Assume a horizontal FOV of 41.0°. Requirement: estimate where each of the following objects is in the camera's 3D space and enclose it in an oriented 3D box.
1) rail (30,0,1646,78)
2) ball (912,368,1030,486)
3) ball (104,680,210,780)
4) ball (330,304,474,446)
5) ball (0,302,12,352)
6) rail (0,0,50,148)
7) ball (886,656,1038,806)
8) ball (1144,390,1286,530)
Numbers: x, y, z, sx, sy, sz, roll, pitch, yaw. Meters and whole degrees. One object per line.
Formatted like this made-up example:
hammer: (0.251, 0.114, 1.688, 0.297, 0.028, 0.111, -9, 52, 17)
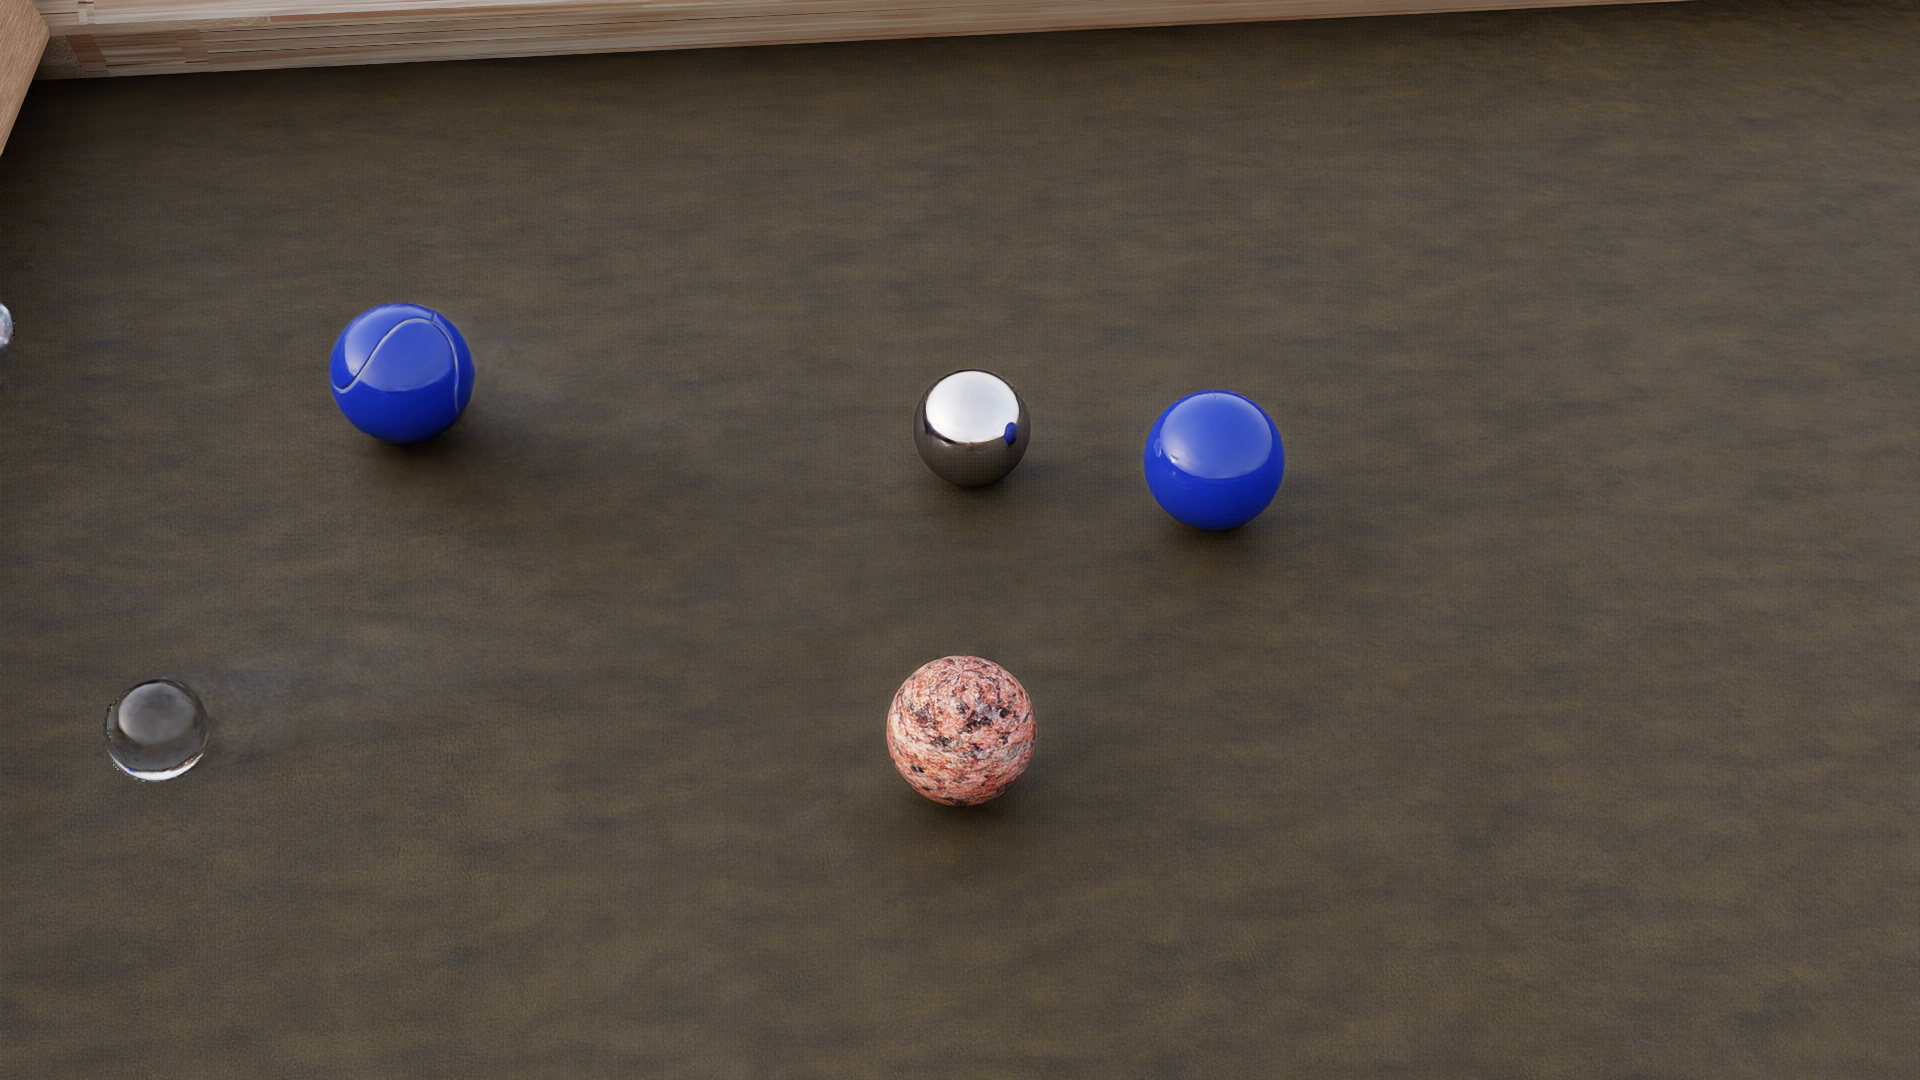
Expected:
rail: (0.652, -0.550, 2.374, 2.998, 0.129, 0.045, -4, 36, -5)
ball: (0.008, -0.077, 1.761, 0.081, 0.081, 0.081, 0, 36, 0)
ball: (-0.475, 0.112, 1.517, 0.059, 0.059, 0.059, 0, 36, 0)
ball: (-0.391, -0.116, 1.800, 0.099, 0.099, 0.099, 0, 36, 0)
ball: (-0.728, -0.158, 1.900, 0.050, 0.050, 0.050, 0, 36, 0)
rail: (-0.721, 0.026, 1.575, 0.045, 0.129, 1.697, -4, 36, -5)
ball: (0.001, 0.111, 1.494, 0.088, 0.088, 0.088, 0, 36, 0)
ball: (0.170, -0.053, 1.716, 0.094, 0.094, 0.094, 0, 36, 0)
